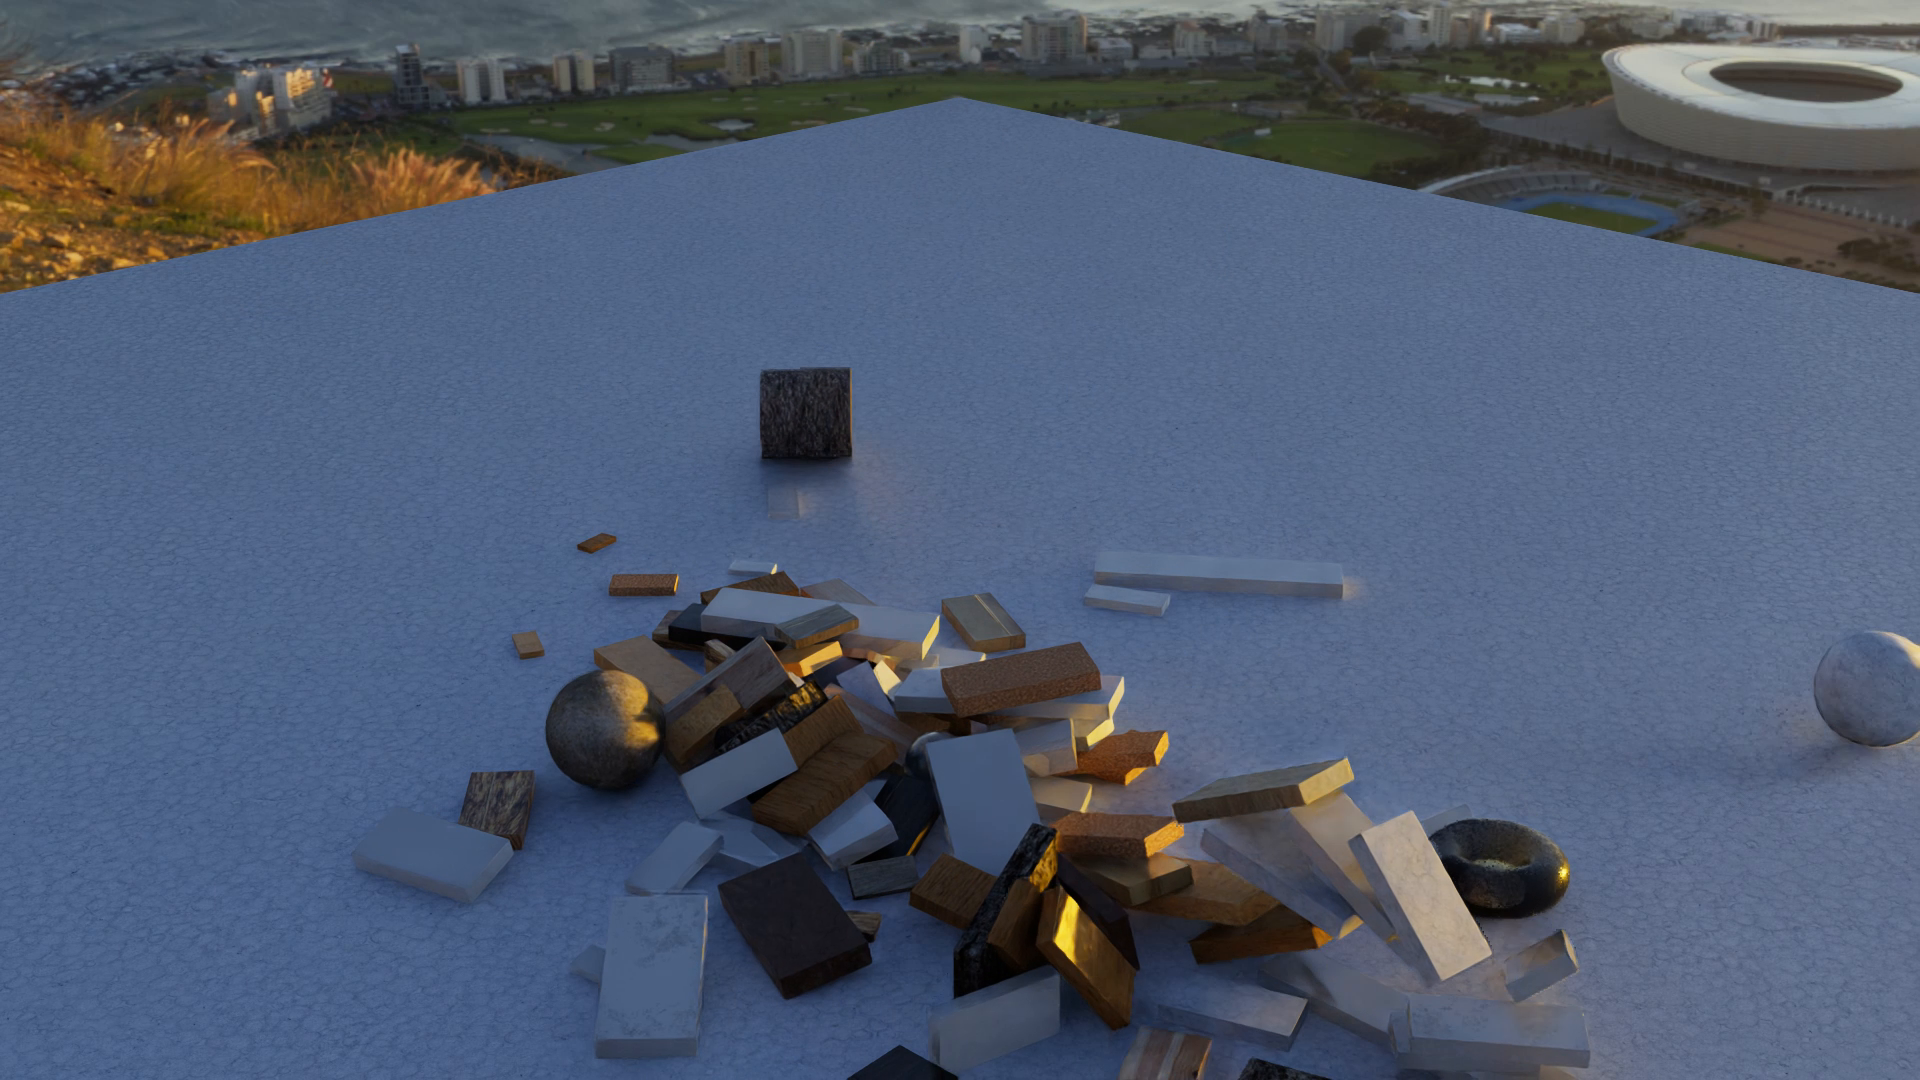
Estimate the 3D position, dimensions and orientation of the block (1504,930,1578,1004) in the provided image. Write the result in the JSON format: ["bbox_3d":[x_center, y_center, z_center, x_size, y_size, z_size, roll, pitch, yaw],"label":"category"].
[{"bbox_3d":[0.996,0.730,3.777,0.117,0.033,0.282,-32,-9,10],"label":"block"}]

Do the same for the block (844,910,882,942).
[{"bbox_3d":[-0.216,0.710,4.059,0.130,0.018,0.065,3,26,8],"label":"block"}]

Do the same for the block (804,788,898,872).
[{"bbox_3d":[-0.257,0.533,4.362,0.140,0.040,0.378,-26,25,-14],"label":"block"}]

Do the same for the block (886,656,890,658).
[{"bbox_3d":[-0.244,0.226,5.098,0.218,0.031,0.109,14,27,29],"label":"block"}]

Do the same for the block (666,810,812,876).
[{"bbox_3d":[-0.433,0.598,4.304,0.257,0.036,0.129,14,27,30],"label":"block"}]

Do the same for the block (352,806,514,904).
[{"bbox_3d":[-1.017,0.605,4.239,0.280,0.040,0.140,12,41,25],"label":"block"}]

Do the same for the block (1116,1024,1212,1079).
[{"bbox_3d":[0.318,0.896,3.591,0.123,0.035,0.295,7,22,17],"label":"block"}]

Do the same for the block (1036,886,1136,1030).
[{"bbox_3d":[0.217,0.715,3.759,0.034,0.242,0.121,-24,31,27],"label":"block"}]

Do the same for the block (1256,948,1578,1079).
[{"bbox_3d":[0.774,0.837,3.747,0.580,0.033,0.117,21,31,40],"label":"block"}]

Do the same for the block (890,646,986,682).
[{"bbox_3d":[-0.126,0.281,5.054,0.347,0.035,0.125,6,24,14],"label":"block"}]

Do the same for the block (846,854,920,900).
[{"bbox_3d":[-0.146,0.642,4.181,0.131,0.018,0.065,-7,59,-17],"label":"block"}]

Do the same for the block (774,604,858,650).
[{"bbox_3d":[-0.324,0.196,4.978,0.172,0.024,0.086,-19,33,-33],"label":"block"}]

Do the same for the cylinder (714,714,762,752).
[{"bbox_3d":[-0.412,0.435,4.556,0.141,0.141,0.141,-16,28,-32],"label":"cylinder"}]

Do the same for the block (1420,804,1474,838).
[{"bbox_3d":[0.874,0.576,4.271,0.233,0.033,0.117,-15,-16,-32],"label":"block"}]

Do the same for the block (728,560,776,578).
[{"bbox_3d":[-0.525,0.075,5.565,0.112,0.016,0.056,4,23,9],"label":"block"}]

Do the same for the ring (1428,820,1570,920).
[{"bbox_3d":[1.012,0.622,4.174,0.283,0.094,0.283,-1,22,0],"label":"ring"}]

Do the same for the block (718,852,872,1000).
[{"bbox_3d":[-0.304,0.699,4.012,0.169,0.048,0.338,-20,29,-18],"label":"block"}]

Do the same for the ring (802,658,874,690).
[{"bbox_3d":[-0.276,0.340,4.848,0.264,0.088,0.264,-1,24,0],"label":"ring"}]

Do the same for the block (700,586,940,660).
[{"bbox_3d":[-0.322,0.191,5.072,0.526,0.043,0.153,7,24,12],"label":"block"}]

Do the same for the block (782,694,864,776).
[{"bbox_3d":[-0.294,0.405,4.489,0.190,0.095,0.027,-35,4,-33],"label":"block"}]

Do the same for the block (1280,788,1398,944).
[{"bbox_3d":[0.677,0.545,3.705,0.134,0.038,0.267,-17,54,-38],"label":"block"}]

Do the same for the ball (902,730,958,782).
[{"bbox_3d":[-0.045,0.462,4.489,0.143,0.143,0.143,0,23,0],"label":"ball"}]

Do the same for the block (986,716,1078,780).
[{"bbox_3d":[0.147,0.403,4.585,0.177,0.050,0.390,-13,14,4],"label":"block"}]

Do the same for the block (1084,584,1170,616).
[{"bbox_3d":[0.409,0.146,5.386,0.196,0.023,0.081,8,24,18],"label":"block"}]

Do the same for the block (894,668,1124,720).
[{"bbox_3d":[0.104,0.324,4.636,0.467,0.036,0.129,1,24,18],"label":"block"}]

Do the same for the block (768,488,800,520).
[{"bbox_3d":[-0.479,-0.099,5.965,0.081,0.023,0.162,-2,23,-5],"label":"block"}]

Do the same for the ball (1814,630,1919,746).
[{"bbox_3d":[1.955,0.317,4.696,0.248,0.248,0.248,0,23,0],"label":"ball"}]

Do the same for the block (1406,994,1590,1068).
[{"bbox_3d":[0.888,0.811,3.637,0.285,0.035,0.123,3,23,7],"label":"block"}]

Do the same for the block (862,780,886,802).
[{"bbox_3d":[-0.188,0.540,4.458,0.086,0.024,0.172,1,23,2],"label":"block"}]

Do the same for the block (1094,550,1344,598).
[{"bbox_3d":[0.647,0.086,5.511,0.612,0.037,0.131,3,23,7],"label":"block"}]

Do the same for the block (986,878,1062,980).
[{"bbox_3d":[0.128,0.691,3.793,0.034,0.242,0.121,14,65,32],"label":"block"}]

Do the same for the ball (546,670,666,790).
[{"bbox_3d":[-0.729,0.390,4.527,0.245,0.245,0.245,0,23,0],"label":"ball"}]

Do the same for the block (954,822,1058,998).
[{"bbox_3d":[0.082,0.677,3.863,0.050,0.177,0.354,14,36,20],"label":"block"}]

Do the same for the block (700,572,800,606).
[{"bbox_3d":[-0.513,0.137,5.370,0.218,0.031,0.109,-15,28,-19],"label":"block"}]

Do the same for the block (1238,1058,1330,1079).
[{"bbox_3d":[0.567,0.916,3.555,0.246,0.035,0.123,11,25,24],"label":"block"}]

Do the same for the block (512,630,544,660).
[{"bbox_3d":[-1.013,0.247,5.159,0.056,0.016,0.112,-8,24,-19],"label":"block"}]

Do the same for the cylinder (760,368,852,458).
[{"bbox_3d":[-0.438,-0.361,6.287,0.253,0.253,0.253,-1,23,-2],"label":"cylinder"}]

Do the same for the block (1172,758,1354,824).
[{"bbox_3d":[0.528,0.441,3.855,0.134,0.038,0.318,-20,1,-39],"label":"block"}]

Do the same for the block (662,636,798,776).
[{"bbox_3d":[-0.505,0.348,4.641,0.307,0.043,0.153,-37,46,-3],"label":"block"}]

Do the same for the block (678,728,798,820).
[{"bbox_3d":[-0.442,0.464,4.382,0.221,0.095,0.027,-26,1,-18],"label":"block"}]

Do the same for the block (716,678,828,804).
[{"bbox_3d":[-0.361,0.409,4.487,0.262,0.131,0.037,-37,5,-33],"label":"block"}]

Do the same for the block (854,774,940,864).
[{"bbox_3d":[-0.125,0.560,4.341,0.123,0.035,0.247,10,34,19],"label":"block"}]

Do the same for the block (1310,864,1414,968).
[{"bbox_3d":[0.715,0.605,3.714,0.117,0.033,0.233,-23,58,-42],"label":"block"}]
